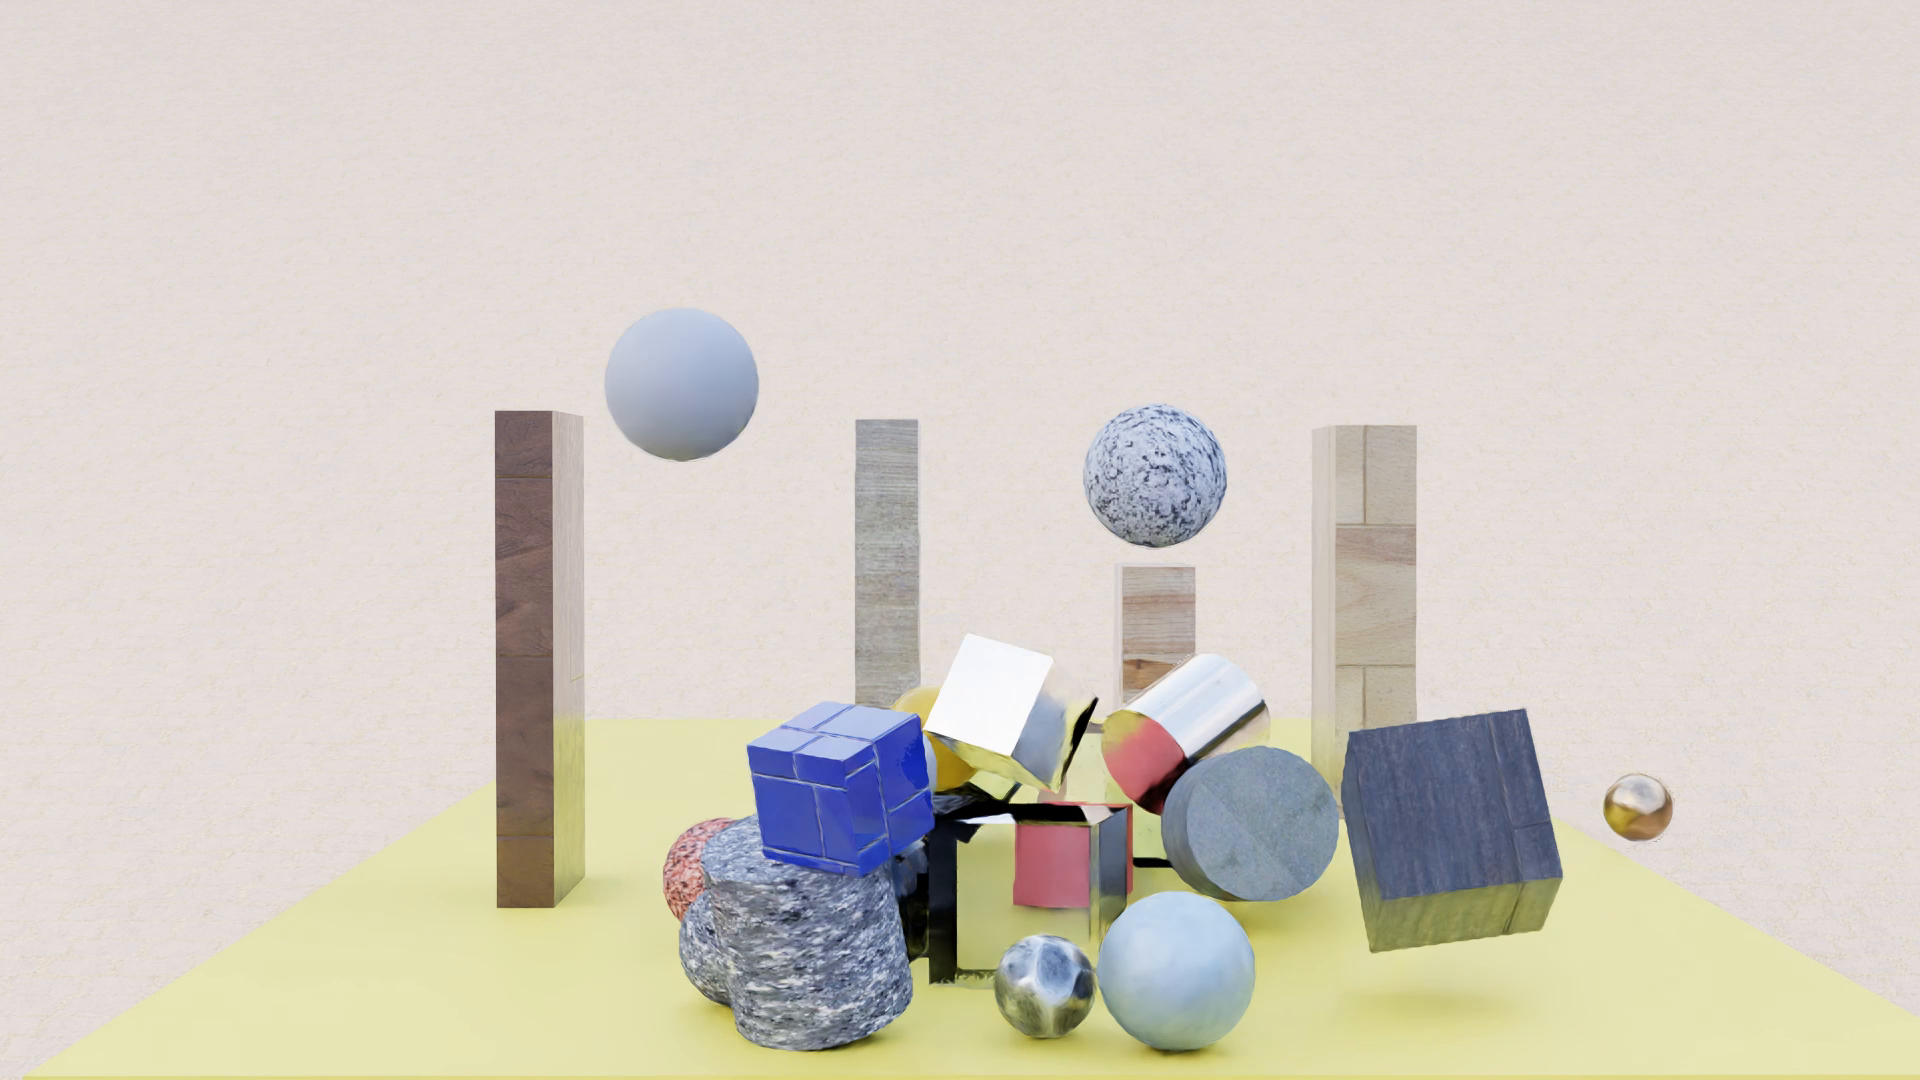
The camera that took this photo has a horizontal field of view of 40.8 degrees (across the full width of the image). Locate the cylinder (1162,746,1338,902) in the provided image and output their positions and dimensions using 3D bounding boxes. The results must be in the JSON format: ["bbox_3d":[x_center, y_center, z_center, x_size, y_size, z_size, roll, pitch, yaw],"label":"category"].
[{"bbox_3d":[0.388,0.386,3.483,0.203,0.203,0.203,-3,-8,-6],"label":"cylinder"}]

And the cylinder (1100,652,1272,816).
[{"bbox_3d":[0.325,0.280,3.717,0.175,0.175,0.175,23,42,38],"label":"cylinder"}]

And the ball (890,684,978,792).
[{"bbox_3d":[-0.036,0.299,3.906,0.164,0.164,0.164,0,27,0],"label":"ball"}]

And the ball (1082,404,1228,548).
[{"bbox_3d":[0.220,-0.073,2.911,0.163,0.163,0.163,0,27,0],"label":"ball"}]

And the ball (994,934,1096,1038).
[{"bbox_3d":[0.091,0.477,2.759,0.110,0.110,0.110,0,27,0],"label":"ball"}]

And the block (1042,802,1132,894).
[{"bbox_3d":[0.174,0.445,3.706,0.128,0.128,0.128,0,-2,13],"label":"block"}]

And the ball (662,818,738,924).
[{"bbox_3d":[-0.310,0.441,3.368,0.157,0.157,0.157,0,27,0],"label":"ball"}]

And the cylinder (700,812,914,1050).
[{"bbox_3d":[-0.162,0.408,2.751,0.195,0.195,0.195,-9,18,3],"label":"cylinder"}]

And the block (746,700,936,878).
[{"bbox_3d":[-0.122,0.255,2.666,0.128,0.128,0.128,5,21,36],"label":"block"}]

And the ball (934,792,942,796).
[{"bbox_3d":[-0.119,0.414,4.126,0.182,0.182,0.182,0,27,0],"label":"ball"}]

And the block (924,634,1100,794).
[{"bbox_3d":[0.071,0.237,3.527,0.146,0.146,0.146,15,73,35],"label":"block"}]

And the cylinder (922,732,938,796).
[{"bbox_3d":[-0.136,0.338,3.727,0.146,0.146,0.146,25,21,40],"label":"cylinder"}]

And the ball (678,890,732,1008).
[{"bbox_3d":[-0.246,0.456,2.921,0.146,0.146,0.146,0,27,0],"label":"ball"}]

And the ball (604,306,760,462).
[{"bbox_3d":[-0.303,-0.170,2.810,0.168,0.168,0.168,0,27,0],"label":"ball"}]

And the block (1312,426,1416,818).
[{"bbox_3d":[0.737,0.143,4.725,0.144,0.698,0.304,0,1,0],"label":"block"}]

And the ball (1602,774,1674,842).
[{"bbox_3d":[1.137,0.449,4.330,0.114,0.114,0.114,0,27,0],"label":"ball"}]

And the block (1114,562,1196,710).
[{"bbox_3d":[0.396,0.266,5.292,0.145,0.430,0.303,0,1,0],"label":"block"}]

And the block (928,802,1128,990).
[{"bbox_3d":[0.084,0.427,3.107,0.195,0.195,0.195,0,1,17],"label":"block"}]

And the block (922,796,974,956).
[{"bbox_3d":[-0.086,0.430,3.330,0.181,0.181,0.181,0,1,9],"label":"block"}]

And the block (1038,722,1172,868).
[{"bbox_3d":[0.245,0.390,3.930,0.197,0.197,0.197,0,-11,21],"label":"block"}]

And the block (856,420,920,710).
[{"bbox_3d":[-0.144,0.121,5.239,0.123,0.723,0.329,0,1,0],"label":"block"}]

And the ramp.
[{"bbox_3d":[0.060,0.545,4.581,2.000,0.100,4.000,0,1,0],"label":"ramp"}]

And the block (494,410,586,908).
[{"bbox_3d":[-0.608,0.164,3.754,0.081,0.696,0.301,0,1,0],"label":"block"}]

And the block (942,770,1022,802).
[{"bbox_3d":[0.024,0.337,4.296,0.187,0.187,0.187,33,51,0],"label":"block"}]

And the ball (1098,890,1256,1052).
[{"bbox_3d":[0.226,0.450,2.698,0.165,0.165,0.165,0,27,0],"label":"ball"}]

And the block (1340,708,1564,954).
[{"bbox_3d":[0.564,0.339,2.989,0.202,0.202,0.202,-8,64,1],"label":"block"}]

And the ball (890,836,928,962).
[{"bbox_3d":[-0.101,0.433,3.148,0.183,0.183,0.183,0,27,0],"label":"ball"}]
